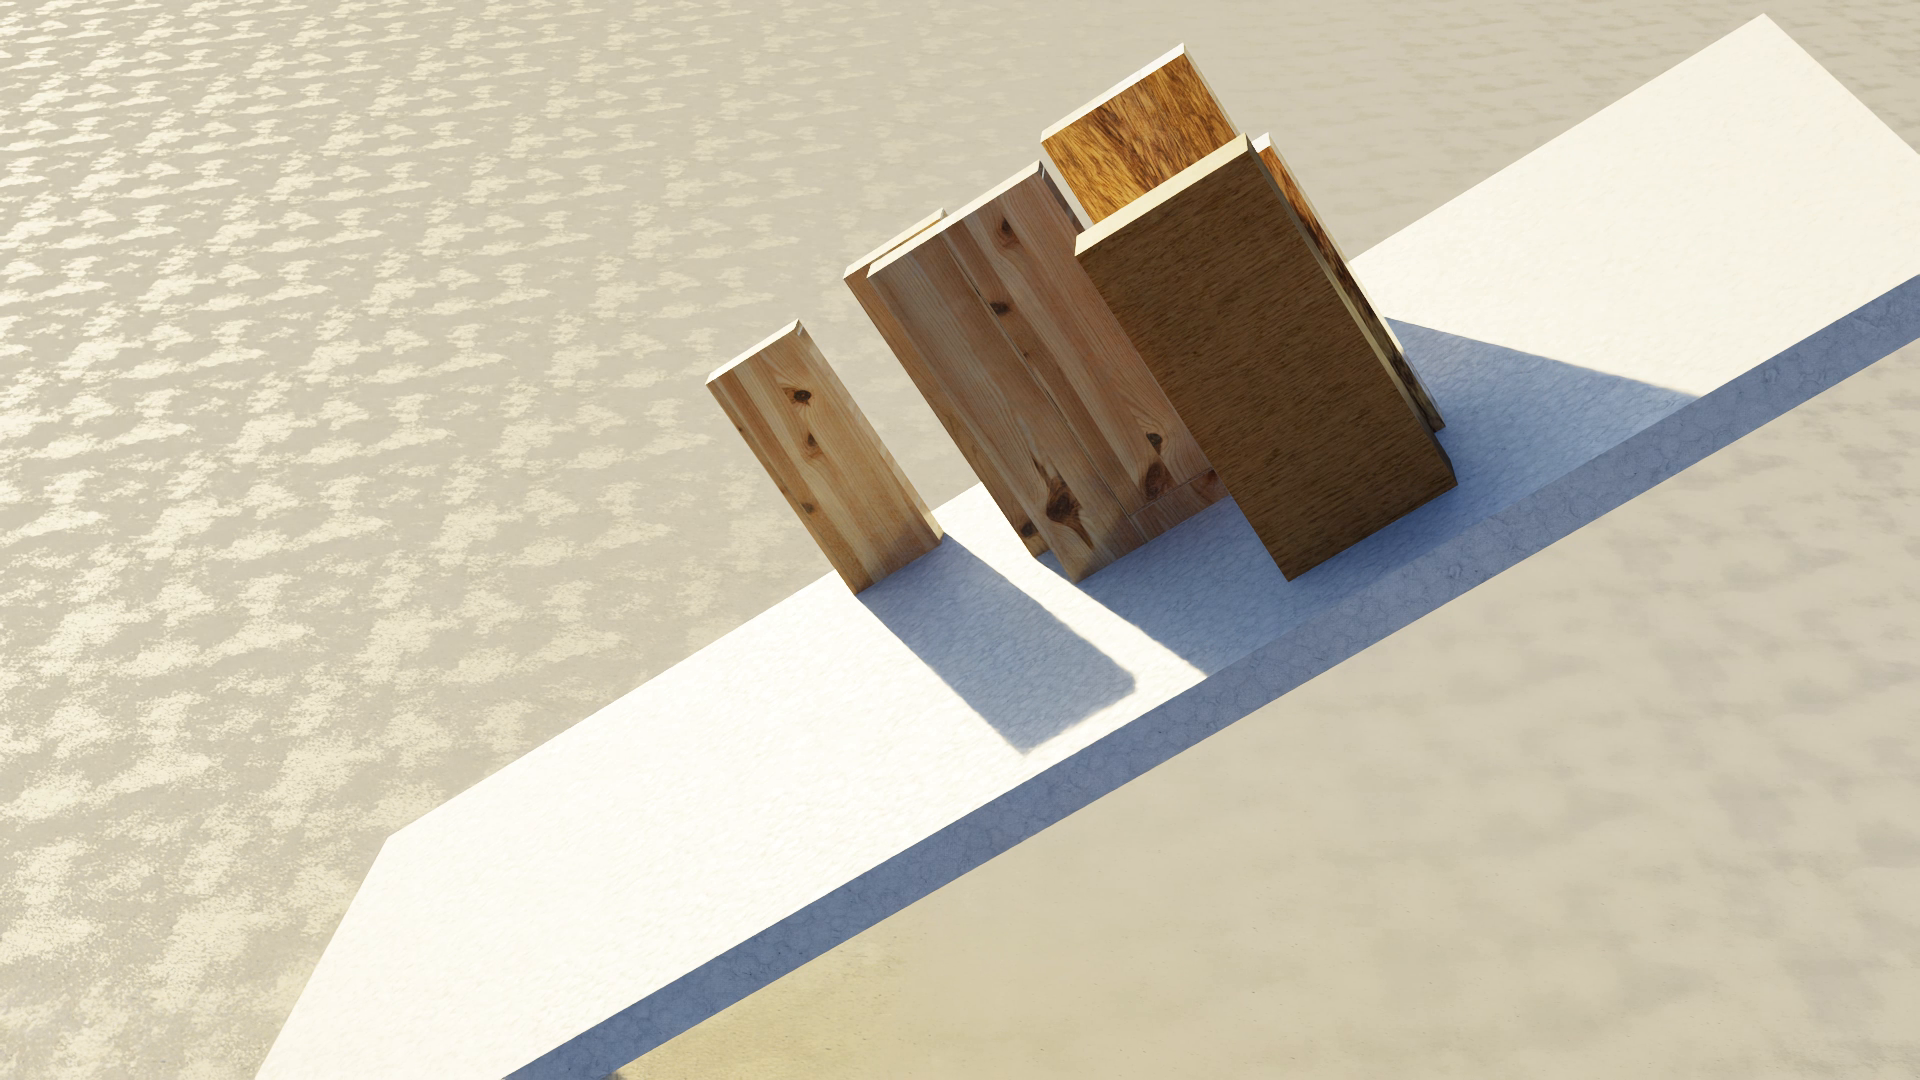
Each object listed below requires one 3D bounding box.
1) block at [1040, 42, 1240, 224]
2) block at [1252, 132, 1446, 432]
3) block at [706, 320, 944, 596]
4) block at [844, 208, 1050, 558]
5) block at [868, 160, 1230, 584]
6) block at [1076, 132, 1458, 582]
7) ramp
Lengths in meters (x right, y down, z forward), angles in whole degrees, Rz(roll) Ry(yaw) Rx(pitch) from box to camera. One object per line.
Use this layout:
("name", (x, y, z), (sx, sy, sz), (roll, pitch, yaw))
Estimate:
("block", (0.531, -0.701, 6.573), (0.369, 0.716, 0.114), (-31, 15, 14))
("block", (0.622, -0.415, 5.631), (0.320, 0.647, 0.111), (-31, 15, 14))
("block", (-0.317, -0.193, 6.977), (0.253, 0.626, 0.087), (-31, 15, 14))
("block", (0.062, -0.335, 6.370), (0.247, 0.751, 0.093), (-31, 15, 14))
("block", (0.200, -0.337, 6.026), (0.409, 0.781, 0.101), (-31, 15, 14))
("block", (0.557, -0.326, 5.335), (0.357, 0.730, 0.142), (-31, 15, 14))
("ramp", (0.139, 0.171, 6.295), (4.000, 0.100, 2.000), (-31, 15, 14))
